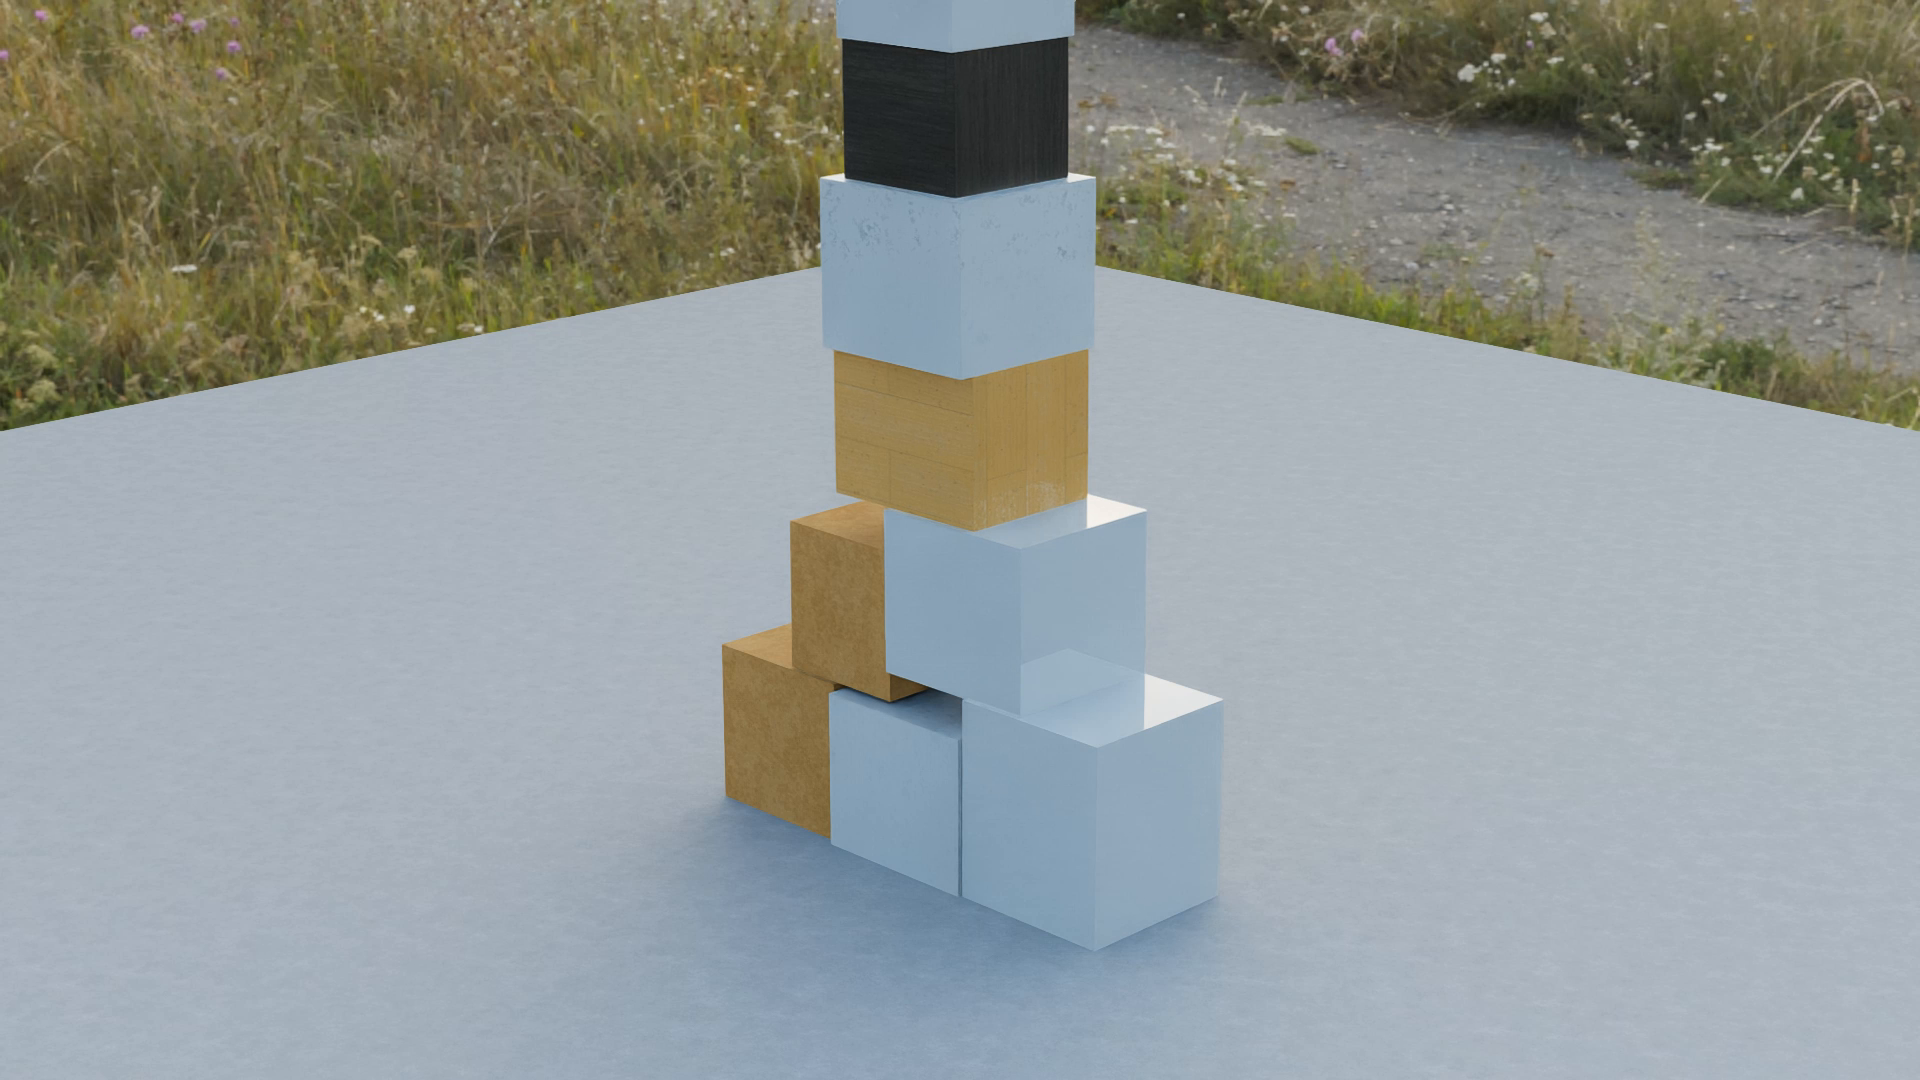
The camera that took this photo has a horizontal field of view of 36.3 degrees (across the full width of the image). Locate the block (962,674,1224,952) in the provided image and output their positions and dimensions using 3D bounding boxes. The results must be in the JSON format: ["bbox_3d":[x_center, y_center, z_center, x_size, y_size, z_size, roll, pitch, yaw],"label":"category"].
[{"bbox_3d":[0.588,1.156,13.092,0.827,0.944,0.808,-17,24,-42],"label":"block"}]

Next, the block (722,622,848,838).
[{"bbox_3d":[-0.588,0.878,14.242,0.789,0.785,0.793,-17,24,-42],"label":"block"}]

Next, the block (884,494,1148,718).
[{"bbox_3d":[0.249,0.233,13.177,0.814,0.768,0.847,-17,24,-42],"label":"block"}]

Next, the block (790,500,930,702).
[{"bbox_3d":[-0.315,0.253,13.723,0.676,0.718,0.669,-17,24,-42],"label":"block"}]

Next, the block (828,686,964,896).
[{"bbox_3d":[0.002,1.066,13.690,0.877,0.756,0.846,-17,24,-42],"label":"block"}]

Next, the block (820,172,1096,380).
[{"bbox_3d":[-0.009,-1.225,12.968,0.841,0.763,0.873,-17,24,-42],"label":"block"}]

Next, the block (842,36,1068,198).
[{"bbox_3d":[-0.018,-1.881,12.759,0.697,0.614,0.689,-17,24,-42],"label":"block"}]

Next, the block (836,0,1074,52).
[{"bbox_3d":[-0.019,-2.522,12.563,0.750,0.726,0.701,-17,24,-42],"label":"block"}]

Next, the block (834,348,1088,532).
[{"bbox_3d":[0.004,-0.534,13.191,0.731,0.691,0.882,-17,24,-42],"label":"block"}]
